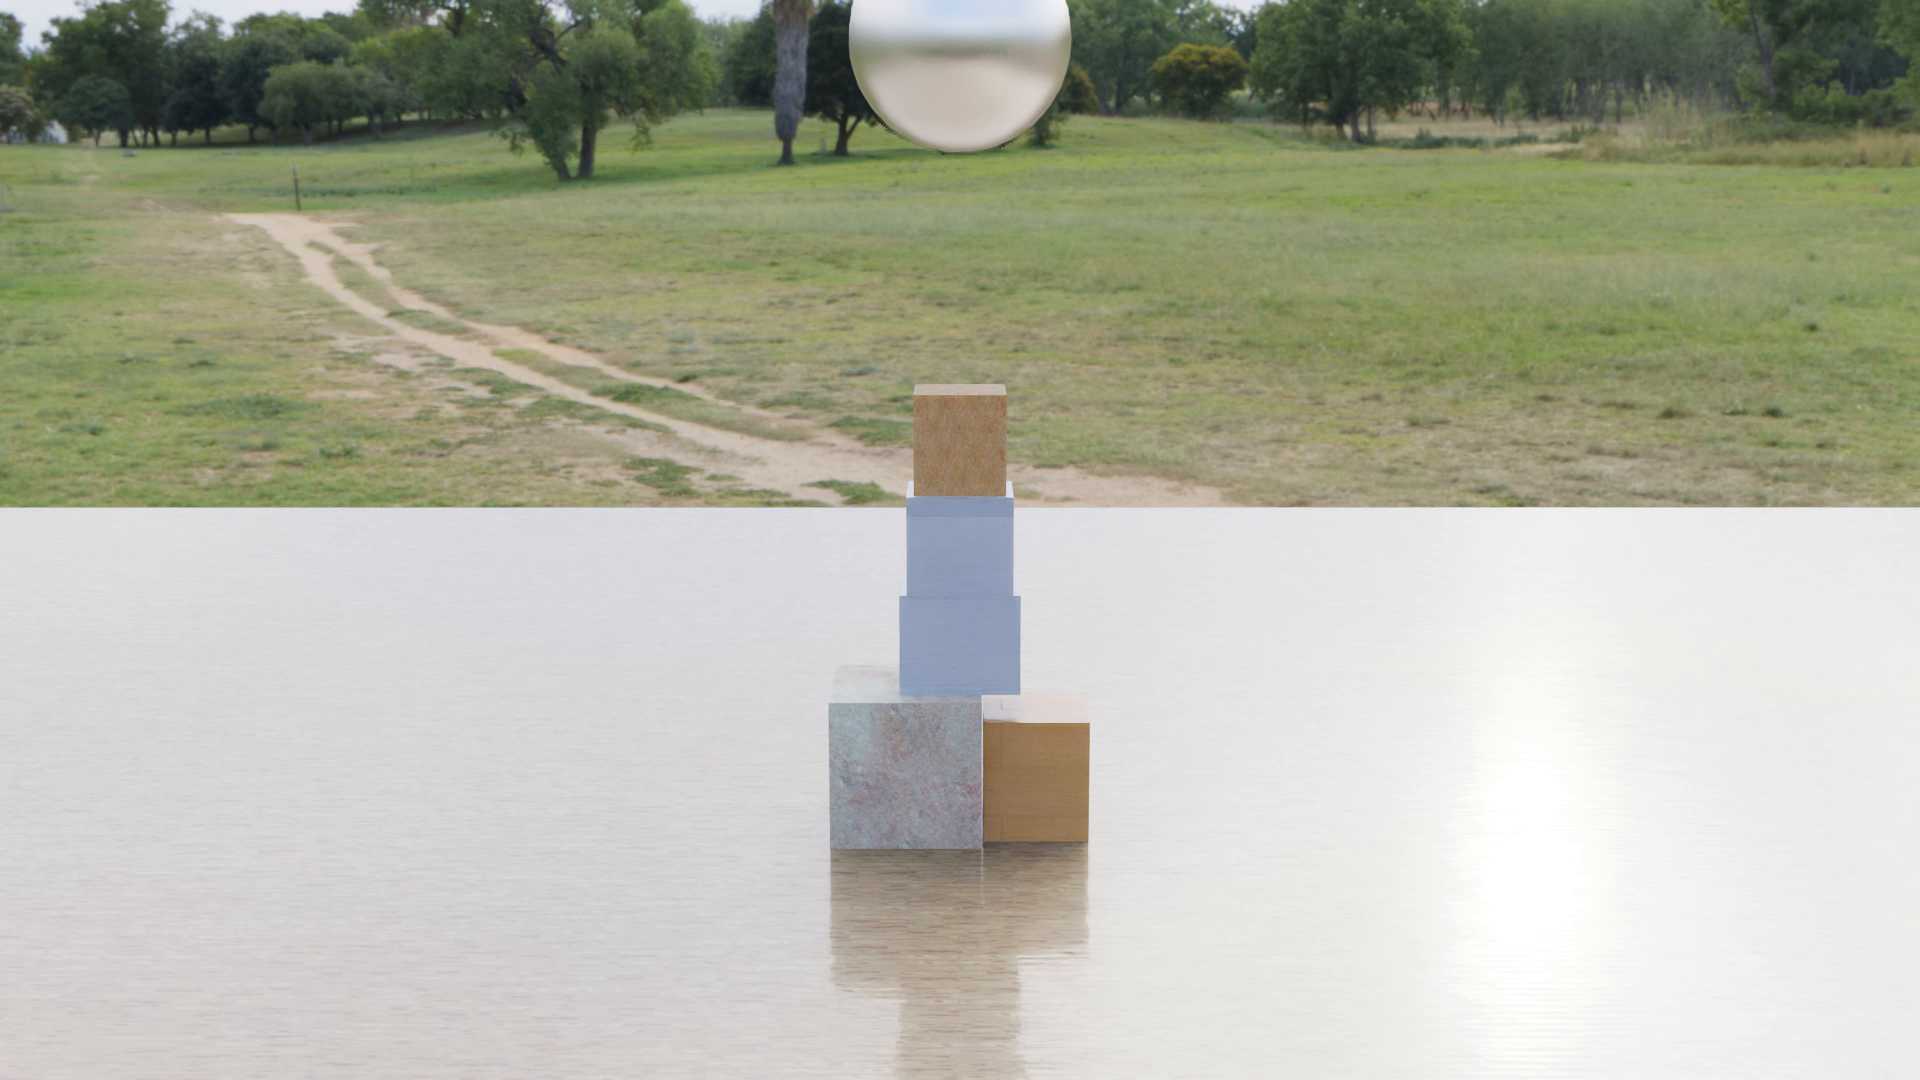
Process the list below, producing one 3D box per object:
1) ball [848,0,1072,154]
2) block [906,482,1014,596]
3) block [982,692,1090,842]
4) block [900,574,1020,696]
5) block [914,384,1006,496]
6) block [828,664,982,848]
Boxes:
[{"bbox_3d":[0.000,-3.576,15.719,1.600,1.600,1.600,0,10,0],"label":"ball"},{"bbox_3d":[0.000,-0.012,11.170,0.532,0.498,0.533,0,10,0],"label":"block"},{"bbox_3d":[0.386,1.166,11.412,0.534,0.622,0.634,0,10,0],"label":"block"},{"bbox_3d":[0.000,0.480,11.283,0.607,0.510,0.550,0,10,0],"label":"block"},{"bbox_3d":[0.000,-0.509,11.106,0.459,0.503,0.494,0,10,0],"label":"block"},{"bbox_3d":[-0.272,1.107,11.366,0.762,0.755,0.806,0,10,0],"label":"block"}]
